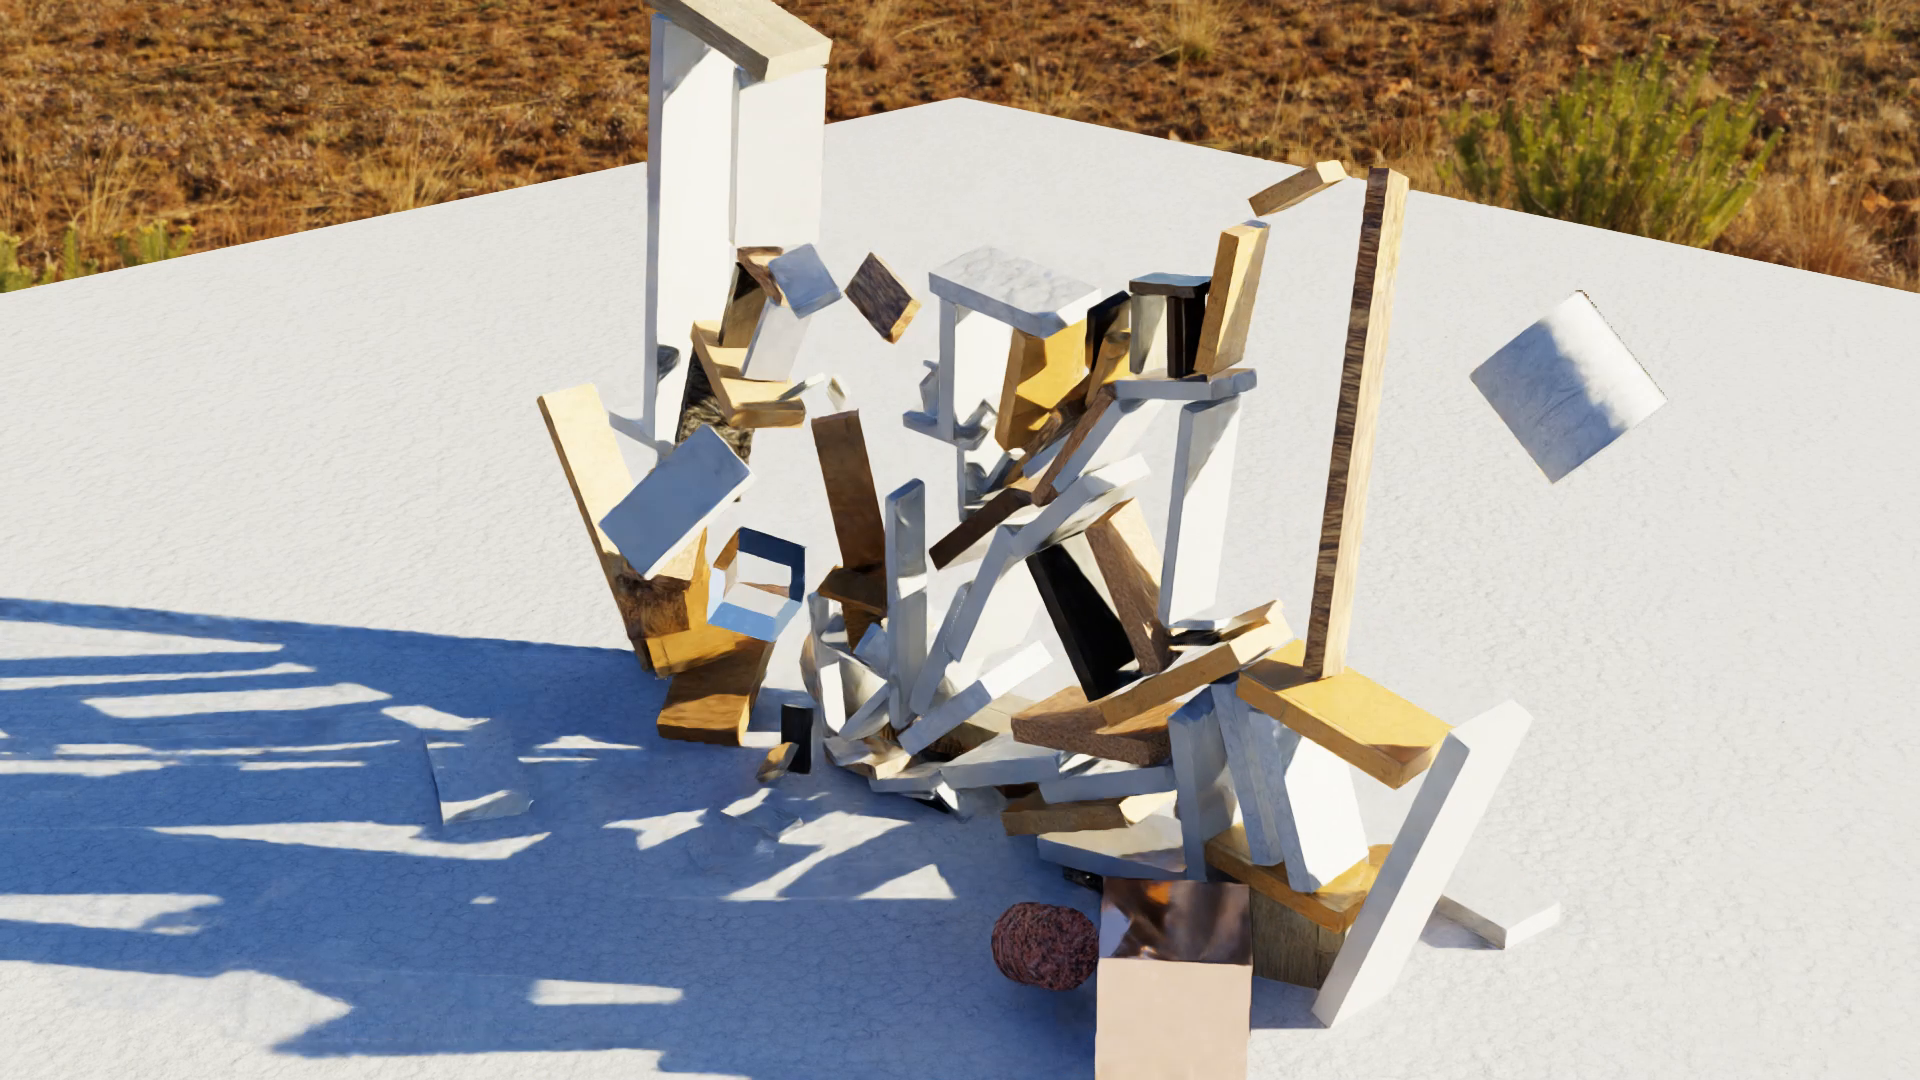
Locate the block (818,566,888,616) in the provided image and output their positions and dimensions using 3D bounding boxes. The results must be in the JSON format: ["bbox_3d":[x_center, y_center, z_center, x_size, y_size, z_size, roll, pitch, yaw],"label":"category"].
[{"bbox_3d":[-0.202,0.099,4.361,0.142,0.020,0.071,17,49,22],"label":"block"}]

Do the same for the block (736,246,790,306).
[{"bbox_3d":[-0.358,-0.525,4.357,0.093,0.026,0.186,-8,41,-35],"label":"block"}]

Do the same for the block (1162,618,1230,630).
[{"bbox_3d":[0.419,0.148,3.902,0.108,0.015,0.054,-1,4,37],"label":"block"}]

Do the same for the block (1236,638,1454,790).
[{"bbox_3d":[0.640,0.285,3.657,0.328,0.046,0.164,31,39,33],"label":"block"}]

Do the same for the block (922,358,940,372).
[{"bbox_3d":[-0.022,-0.322,4.130,0.090,0.013,0.045,24,22,37],"label":"block"}]

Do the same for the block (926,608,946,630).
[{"bbox_3d":[-0.080,0.177,4.794,0.137,0.019,0.068,-4,23,-43],"label":"block"}]

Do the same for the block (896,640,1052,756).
[{"bbox_3d":[0.027,0.316,4.357,0.173,0.049,0.346,-30,-5,-38],"label":"block"}]

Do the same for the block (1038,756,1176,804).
[{"bbox_3d":[0.320,0.421,4.058,0.173,0.049,0.346,-24,6,-39],"label":"block"}]

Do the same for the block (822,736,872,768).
[{"bbox_3d":[-0.237,0.436,4.587,0.074,0.021,0.148,-12,12,-12],"label":"block"}]

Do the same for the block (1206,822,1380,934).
[{"bbox_3d":[0.595,0.580,3.864,0.151,0.043,0.302,-22,33,-37],"label":"block"}]

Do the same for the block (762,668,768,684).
[{"bbox_3d":[-0.607,0.205,4.992,0.180,0.051,0.359,-18,59,-36],"label":"block"}]

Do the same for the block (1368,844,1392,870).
[{"bbox_3d":[0.666,0.638,4.145,0.302,0.043,0.151,-4,22,12],"label":"block"}]

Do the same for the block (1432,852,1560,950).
[{"bbox_3d":[0.959,0.662,4.147,0.151,0.043,0.302,-17,28,-34],"label":"block"}]

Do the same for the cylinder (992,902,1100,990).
[{"bbox_3d":[0.148,0.709,3.846,0.142,0.142,0.142,-11,-1,-24],"label":"cylinder"}]

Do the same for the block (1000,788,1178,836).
[{"bbox_3d":[0.254,0.504,4.244,0.173,0.049,0.346,-27,9,-39],"label":"block"}]

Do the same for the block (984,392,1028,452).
[{"bbox_3d":[0.111,-0.224,4.090,0.067,0.019,0.134,-23,56,-25],"label":"block"}]

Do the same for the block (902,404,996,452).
[{"bbox_3d":[-0.013,-0.221,4.181,0.182,0.026,0.091,23,42,37],"label":"block"}]

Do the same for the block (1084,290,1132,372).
[{"bbox_3d":[0.254,-0.359,3.789,0.076,0.151,0.021,-30,61,-18],"label":"block"}]

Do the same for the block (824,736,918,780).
[{"bbox_3d":[-0.186,0.454,4.590,0.102,0.029,0.204,-17,14,-32],"label":"block"}]

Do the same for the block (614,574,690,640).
[{"bbox_3d":[-0.654,0.136,4.689,0.135,0.270,0.038,-10,67,-7],"label":"block"}]

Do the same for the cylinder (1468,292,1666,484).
[{"bbox_3d":[0.923,-0.231,3.347,0.209,0.209,0.209,54,41,7],"label":"cylinder"}]

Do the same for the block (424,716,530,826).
[{"bbox_3d":[-1.008,0.477,4.573,0.172,0.049,0.344,-7,24,-17],"label":"block"}]

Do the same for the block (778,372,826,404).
[{"bbox_3d":[-0.307,-0.295,4.267,0.050,0.014,0.101,-28,2,-39],"label":"block"}]

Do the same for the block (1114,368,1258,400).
[{"bbox_3d":[0.380,-0.264,3.718,0.112,0.032,0.225,-17,15,-38],"label":"block"}]

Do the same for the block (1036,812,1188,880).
[{"bbox_3d":[0.335,0.583,4.189,0.346,0.049,0.173,8,26,42],"label":"block"}]

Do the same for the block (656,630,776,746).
[{"bbox_3d":[-0.524,0.287,4.829,0.180,0.051,0.359,5,48,12],"label":"block"}]

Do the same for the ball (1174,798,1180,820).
[{"bbox_3d":[0.492,0.537,4.304,0.149,0.149,0.149,0,23,0],"label":"ball"}]

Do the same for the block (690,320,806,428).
[{"bbox_3d":[-0.432,-0.339,4.467,0.153,0.043,0.307,0,40,-26],"label":"block"}]

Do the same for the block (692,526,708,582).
[{"bbox_3d":[-0.623,0.001,4.789,0.135,0.270,0.038,-13,53,-21],"label":"block"}]

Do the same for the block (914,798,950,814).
[{"bbox_3d":[-0.047,0.531,4.493,0.091,0.013,0.045,18,29,36],"label":"block"}]

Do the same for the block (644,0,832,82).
[{"bbox_3d":[-0.434,-1.009,4.270,0.347,0.049,0.173,37,42,24],"label":"block"}]

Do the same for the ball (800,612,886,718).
[{"bbox_3d":[-0.233,0.270,4.821,0.238,0.238,0.238,0,23,0],"label":"ball"}]

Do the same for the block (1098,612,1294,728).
[{"bbox_3d":[0.417,0.233,3.907,0.167,0.047,0.335,-24,-4,-46],"label":"block"}]

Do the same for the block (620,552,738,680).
[{"bbox_3d":[-0.632,0.135,4.906,0.180,0.051,0.359,-18,50,-8],"label":"block"}]

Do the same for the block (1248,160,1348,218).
[{"bbox_3d":[0.547,-0.569,3.553,0.119,0.034,0.238,-26,2,21],"label":"block"}]

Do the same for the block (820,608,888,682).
[{"bbox_3d":[-0.181,0.214,4.495,0.190,0.027,0.095,29,72,16],"label":"block"}]

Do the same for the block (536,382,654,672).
[{"bbox_3d":[-0.794,-0.034,5.103,0.135,0.680,0.038,-18,-6,-36],"label":"block"}]

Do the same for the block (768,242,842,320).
[{"bbox_3d":[-0.301,-0.502,4.247,0.095,0.027,0.190,-26,41,-4],"label":"block"}]

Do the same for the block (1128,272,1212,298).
[{"bbox_3d":[0.357,-0.425,3.667,0.139,0.020,0.069,12,25,43],"label":"block"}]

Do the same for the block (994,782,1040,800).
[{"bbox_3d":[0.181,0.495,4.524,0.204,0.029,0.102,-5,9,-12],"label":"block"}]

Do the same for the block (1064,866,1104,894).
[{"bbox_3d":[0.310,0.647,4.200,0.203,0.029,0.102,18,29,36],"label":"block"}]

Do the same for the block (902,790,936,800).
[{"bbox_3d":[-0.075,0.512,4.486,0.045,0.013,0.091,-24,16,-37],"label":"block"}]

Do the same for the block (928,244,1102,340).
[{"bbox_3d":[0.095,-0.442,3.889,0.144,0.041,0.288,-30,41,-33],"label":"block"}]

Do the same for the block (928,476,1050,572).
[{"bbox_3d":[0.089,-0.038,4.200,0.165,0.047,0.330,-17,-12,-34],"label":"block"}]

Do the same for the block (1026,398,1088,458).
[{"bbox_3d":[0.192,-0.207,3.952,0.095,0.027,0.190,-21,-11,-21],"label":"block"}]

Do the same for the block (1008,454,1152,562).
[{"bbox_3d":[0.212,-0.056,3.951,0.144,0.041,0.287,-22,-12,-33],"label":"block"}]

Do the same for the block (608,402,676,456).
[{"bbox_3d":[-0.644,-0.246,4.823,0.135,0.038,0.270,-17,28,-35],"label":"block"}]

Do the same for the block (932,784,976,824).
[{"bbox_3d":[-0.012,0.527,4.434,0.091,0.013,0.045,47,37,10],"label":"block"}]

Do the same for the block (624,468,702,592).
[{"bbox_3d":[-0.608,-0.023,4.609,0.135,0.038,0.270,12,51,-6],"label":"block"}]

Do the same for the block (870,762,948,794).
[{"bbox_3d":[-0.084,0.483,4.479,0.102,0.029,0.204,-18,4,-37],"label":"block"}]

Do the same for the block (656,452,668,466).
[{"bbox_3d":[-0.618,-0.095,4.856,0.135,0.270,0.038,-16,50,-33],"label":"block"}]
